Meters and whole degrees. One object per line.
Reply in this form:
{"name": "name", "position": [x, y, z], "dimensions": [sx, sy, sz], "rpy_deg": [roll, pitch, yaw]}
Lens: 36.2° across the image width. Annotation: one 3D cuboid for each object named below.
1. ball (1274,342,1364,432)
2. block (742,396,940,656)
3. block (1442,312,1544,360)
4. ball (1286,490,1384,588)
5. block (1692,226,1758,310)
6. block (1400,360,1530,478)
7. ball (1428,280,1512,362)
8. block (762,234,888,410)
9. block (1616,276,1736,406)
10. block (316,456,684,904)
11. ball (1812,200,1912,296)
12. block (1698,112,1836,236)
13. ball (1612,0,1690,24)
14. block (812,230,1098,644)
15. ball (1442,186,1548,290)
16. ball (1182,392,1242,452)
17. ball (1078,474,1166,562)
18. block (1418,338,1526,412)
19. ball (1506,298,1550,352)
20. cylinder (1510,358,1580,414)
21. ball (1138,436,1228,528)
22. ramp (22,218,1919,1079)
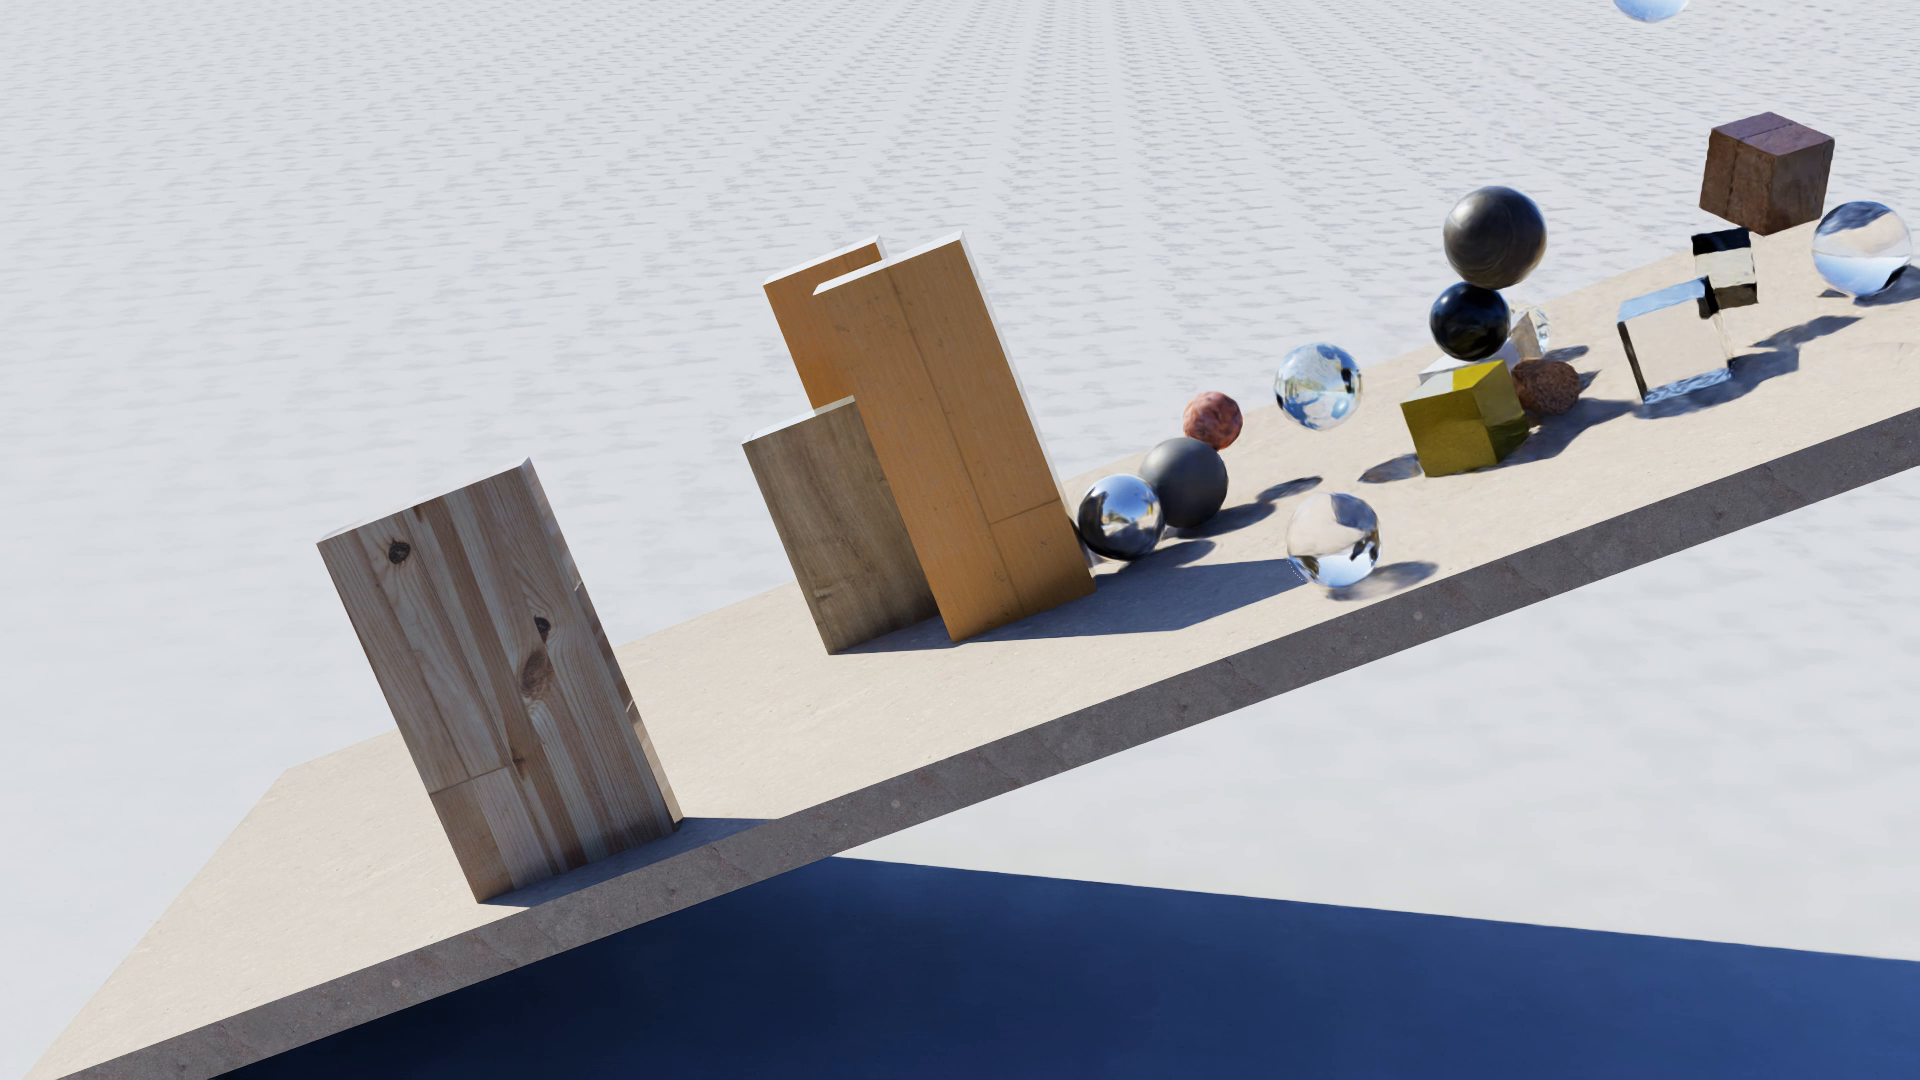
{"name": "ball", "position": [0.752, -0.323, 6.171], "dimensions": [0.188, 0.188, 0.188], "rpy_deg": [0, 13, 0]}
{"name": "block", "position": [-0.234, -0.041, 6.404], "dimensions": [0.307, 0.504, 0.096], "rpy_deg": [-20, 12, 7]}
{"name": "block", "position": [1.150, -0.377, 6.297], "dimensions": [0.154, 0.154, 0.154], "rpy_deg": [-15, 14, 30]}
{"name": "ball", "position": [0.686, -0.001, 5.386], "dimensions": [0.178, 0.178, 0.178], "rpy_deg": [0, 13, 0]}
{"name": "block", "position": [1.550, -0.548, 5.960], "dimensions": [0.112, 0.112, 0.112], "rpy_deg": [-8, 55, 14]}
{"name": "block", "position": [1.016, -0.243, 5.911], "dimensions": [0.165, 0.165, 0.165], "rpy_deg": [-12, 15, 39]}
{"name": "ball", "position": [1.045, -0.449, 6.025], "dimensions": [0.168, 0.168, 0.168], "rpy_deg": [0, 13, 0]}
{"name": "block", "position": [-0.178, -0.295, 6.803], "dimensions": [0.276, 0.764, 0.139], "rpy_deg": [-20, 12, 7]}
{"name": "block", "position": [1.424, -0.398, 5.848], "dimensions": [0.176, 0.176, 0.176], "rpy_deg": [-17, 13, 22]}
{"name": "block", "position": [-0.859, 0.268, 5.526], "dimensions": [0.415, 0.754, 0.084], "rpy_deg": [-20, 12, 7]}
{"name": "ball", "position": [1.823, -0.590, 5.947], "dimensions": [0.195, 0.195, 0.195], "rpy_deg": [0, 13, 0]}
{"name": "block", "position": [1.693, -0.770, 6.176], "dimensions": [0.180, 0.180, 0.180], "rpy_deg": [-18, 35, -31]}
{"name": "ball", "position": [1.357, -1.101, 5.773], "dimensions": [0.172, 0.172, 0.172], "rpy_deg": [0, 13, 0]}
{"name": "block", "position": [-0.005, -0.211, 6.074], "dimensions": [0.319, 0.781, 0.145], "rpy_deg": [-20, 12, 7]}
{"name": "ball", "position": [1.078, -0.610, 5.926], "dimensions": [0.209, 0.209, 0.209], "rpy_deg": [0, 13, 0]}
{"name": "ball", "position": [0.546, -0.257, 6.365], "dimensions": [0.130, 0.130, 0.130], "rpy_deg": [0, 13, 0]}
{"name": "ball", "position": [0.339, -0.046, 6.156], "dimensions": [0.186, 0.186, 0.186], "rpy_deg": [0, 13, 0]}
{"name": "block", "position": [1.081, -0.316, 6.152], "dimensions": [0.151, 0.151, 0.151], "rpy_deg": [-10, 17, 44]}
{"name": "ball", "position": [1.238, -0.463, 6.540], "dimensions": [0.147, 0.147, 0.147], "rpy_deg": [0, 13, 0]}
{"name": "cylinder", "position": [1.198, -0.316, 6.033], "dimensions": [0.108, 0.108, 0.108], "rpy_deg": [-5, 10, -19]}
{"name": "ball", "position": [0.475, -0.123, 6.268], "dimensions": [0.194, 0.194, 0.194], "rpy_deg": [0, 13, 0]}
{"name": "ramp", "position": [0.121, 0.175, 6.293], "dimensions": [4.000, 0.100, 2.000], "rpy_deg": [-20, 12, 7]}
